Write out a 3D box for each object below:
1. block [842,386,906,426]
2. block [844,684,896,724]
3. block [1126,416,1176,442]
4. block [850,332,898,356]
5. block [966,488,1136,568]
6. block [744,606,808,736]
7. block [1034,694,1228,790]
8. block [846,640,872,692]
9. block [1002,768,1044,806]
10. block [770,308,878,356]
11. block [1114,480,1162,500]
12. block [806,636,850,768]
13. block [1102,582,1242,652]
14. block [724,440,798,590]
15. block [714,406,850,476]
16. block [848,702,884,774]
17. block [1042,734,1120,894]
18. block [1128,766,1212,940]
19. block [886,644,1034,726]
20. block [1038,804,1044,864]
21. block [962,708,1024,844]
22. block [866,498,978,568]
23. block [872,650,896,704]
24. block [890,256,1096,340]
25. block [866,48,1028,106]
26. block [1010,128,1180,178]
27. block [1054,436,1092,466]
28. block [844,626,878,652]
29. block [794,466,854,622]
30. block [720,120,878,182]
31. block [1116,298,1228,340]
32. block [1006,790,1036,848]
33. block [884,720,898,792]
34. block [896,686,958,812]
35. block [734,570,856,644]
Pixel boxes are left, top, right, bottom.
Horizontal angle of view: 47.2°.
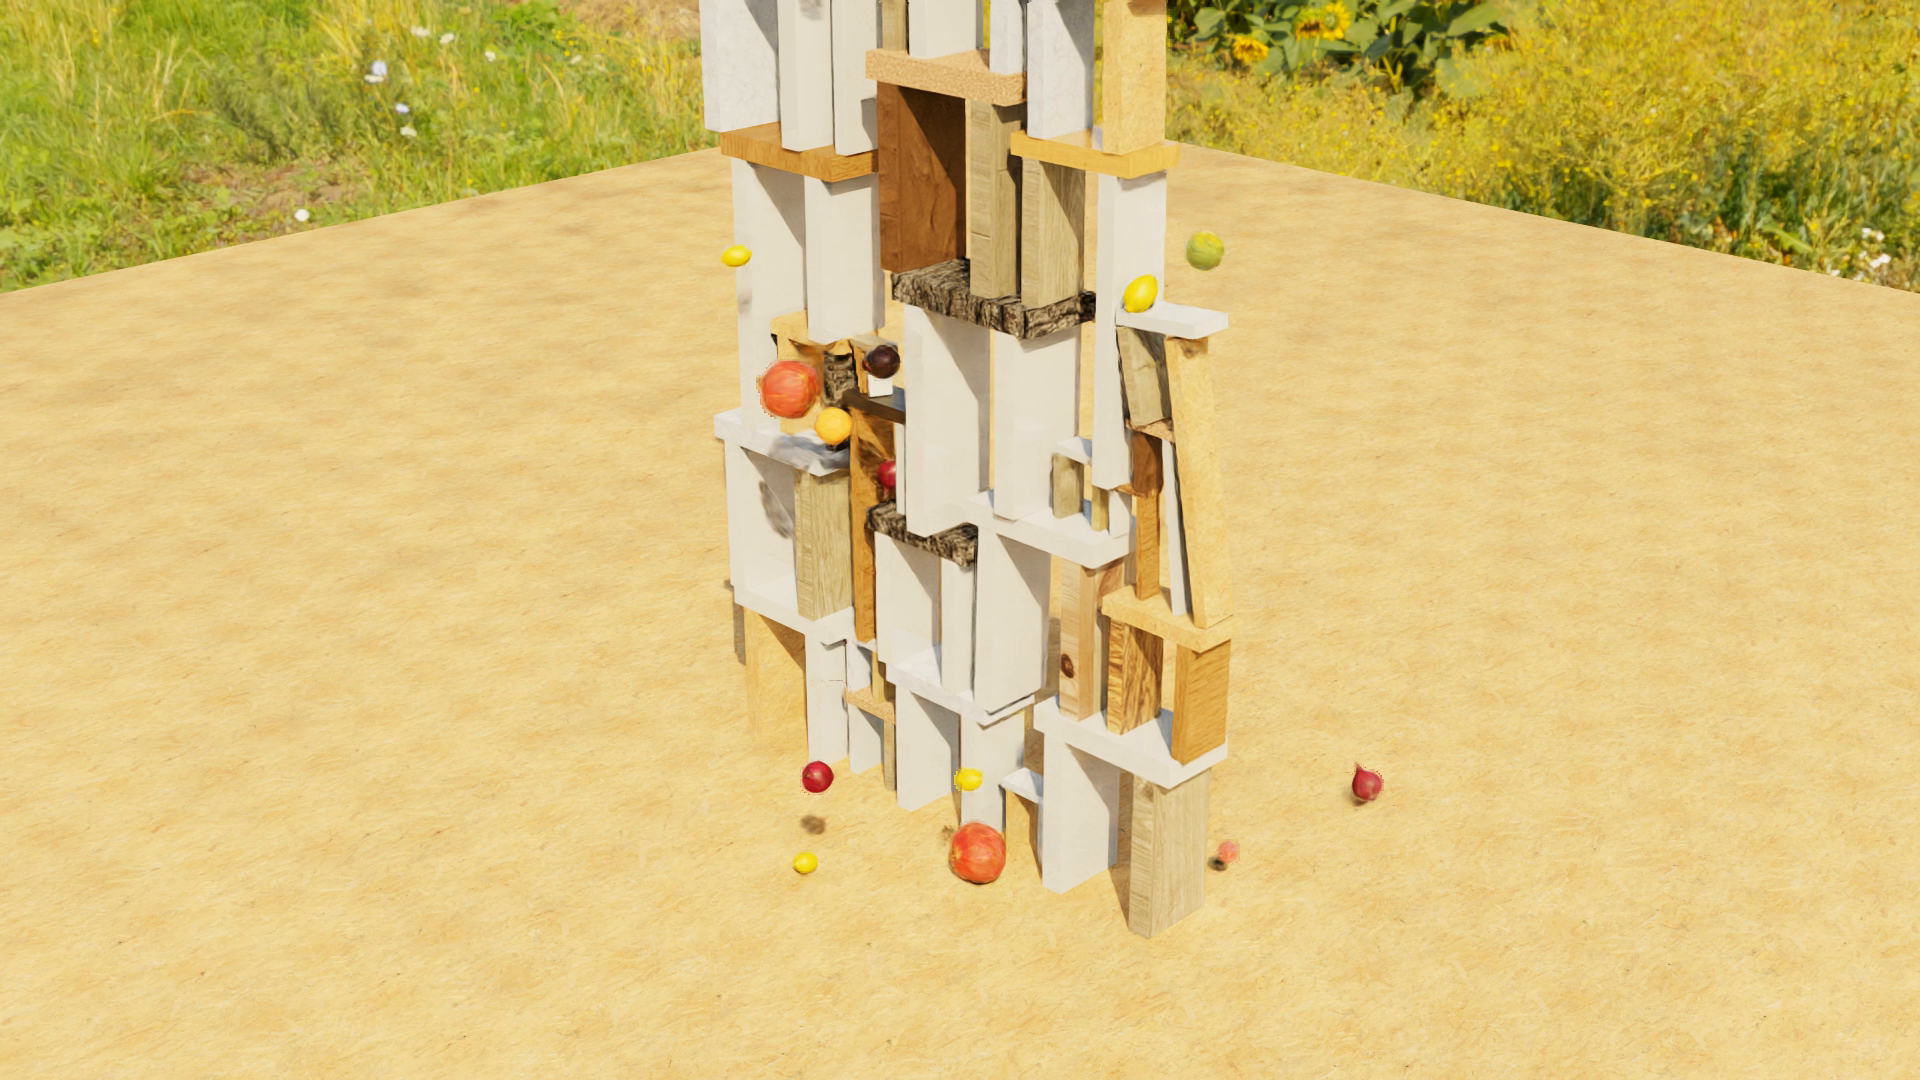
[{"bbox_3d":[-0.130,-0.265,4.260,0.187,0.027,0.094,21,31,40],"label":"block"},{"bbox_3d":[-0.157,0.333,4.536,0.160,0.023,0.080,21,31,41],"label":"block"},{"bbox_3d":[0.346,-0.194,3.763,0.112,0.016,0.056,21,32,37],"label":"block"},{"bbox_3d":[-0.166,-0.378,4.238,0.046,0.013,0.092,-20,30,-38],"label":"block"},{"bbox_3d":[0.177,-0.034,4.021,0.314,0.044,0.157,21,31,40],"label":"block"},{"bbox_3d":[-0.392,0.263,4.762,0.042,0.297,0.149,21,31,41],"label":"block"},{"bbox_3d":[0.310,0.351,4.035,0.328,0.046,0.164,21,31,40],"label":"block"},{"bbox_3d":[-0.207,0.251,4.551,0.017,0.117,0.058,21,31,41],"label":"block"},{"bbox_3d":[0.150,0.482,4.274,0.128,0.018,0.064,21,31,41],"label":"block"},{"bbox_3d":[-0.268,-0.412,4.347,0.205,0.029,0.103,21,31,41],"label":"block"},{"bbox_3d":[0.304,-0.095,3.856,0.092,0.013,0.046,21,31,40],"label":"block"},{"bbox_3d":[-0.252,0.317,4.633,0.042,0.297,0.149,21,31,40],"label":"block"},{"bbox_3d":[0.372,0.132,3.873,0.113,0.032,0.226,-21,31,-41],"label":"block"},{"bbox_3d":[-0.412,-0.073,4.646,0.163,0.327,0.046,-21,31,-41],"label":"block"},{"bbox_3d":[-0.335,-0.214,4.502,0.163,0.046,0.327,-21,31,-41],"label":"block"},{"bbox_3d":[-0.195,0.403,4.606,0.023,0.160,0.080,21,31,41],"label":"block"},{"bbox_3d":[0.231,0.494,4.177,0.046,0.328,0.164,21,31,41],"label":"block"},{"bbox_3d":[0.386,0.554,4.035,0.046,0.328,0.164,21,31,41],"label":"block"},{"bbox_3d":[-0.001,0.282,4.344,0.274,0.039,0.137,21,31,40],"label":"block"},{"bbox_3d":[0.180,0.561,4.274,0.018,0.128,0.064,21,31,41],"label":"block"},{"bbox_3d":[0.065,0.451,4.346,0.137,0.274,0.039,-21,31,-41],"label":"block"},{"bbox_3d":[-0.037,-0.024,4.255,0.277,0.039,0.139,21,31,41],"label":"block"},{"bbox_3d":[-0.152,0.273,4.500,0.017,0.117,0.059,21,31,41],"label":"block"},{"bbox_3d":[0.058,-0.441,3.970,0.174,0.049,0.347,-21,31,-41],"label":"block"},{"bbox_3d":[0.015,-0.825,3.867,0.345,0.049,0.172,21,31,40],"label":"block"},{"bbox_3d":[0.226,-0.659,3.704,0.261,0.037,0.130,20,30,40],"label":"block"},{"bbox_3d":[0.232,-0.156,3.922,0.060,0.017,0.120,-19,29,-37],"label":"block"},{"bbox_3d":[-0.178,0.201,4.498,0.117,0.017,0.058,21,31,41],"label":"block"},{"bbox_3d":[-0.259,-0.013,4.504,0.163,0.327,0.046,-21,31,-41],"label":"block"},{"bbox_3d":[-0.295,-0.750,4.223,0.322,0.046,0.161,21,31,41],"label":"block"},{"bbox_3d":[0.353,-0.369,3.670,0.172,0.024,0.086,17,29,42],"label":"block"},{"bbox_3d":[0.119,0.538,4.330,0.018,0.128,0.064,21,31,41],"label":"block"},{"bbox_3d":[-0.119,0.432,4.537,0.023,0.160,0.080,21,31,41],"label":"block"},{"bbox_3d":[-0.066,0.401,4.464,0.137,0.275,0.039,-21,31,-41],"label":"block"},{"bbox_3d":[-0.322,0.134,4.631,0.297,0.042,0.148,21,31,41],"label":"block"}]
